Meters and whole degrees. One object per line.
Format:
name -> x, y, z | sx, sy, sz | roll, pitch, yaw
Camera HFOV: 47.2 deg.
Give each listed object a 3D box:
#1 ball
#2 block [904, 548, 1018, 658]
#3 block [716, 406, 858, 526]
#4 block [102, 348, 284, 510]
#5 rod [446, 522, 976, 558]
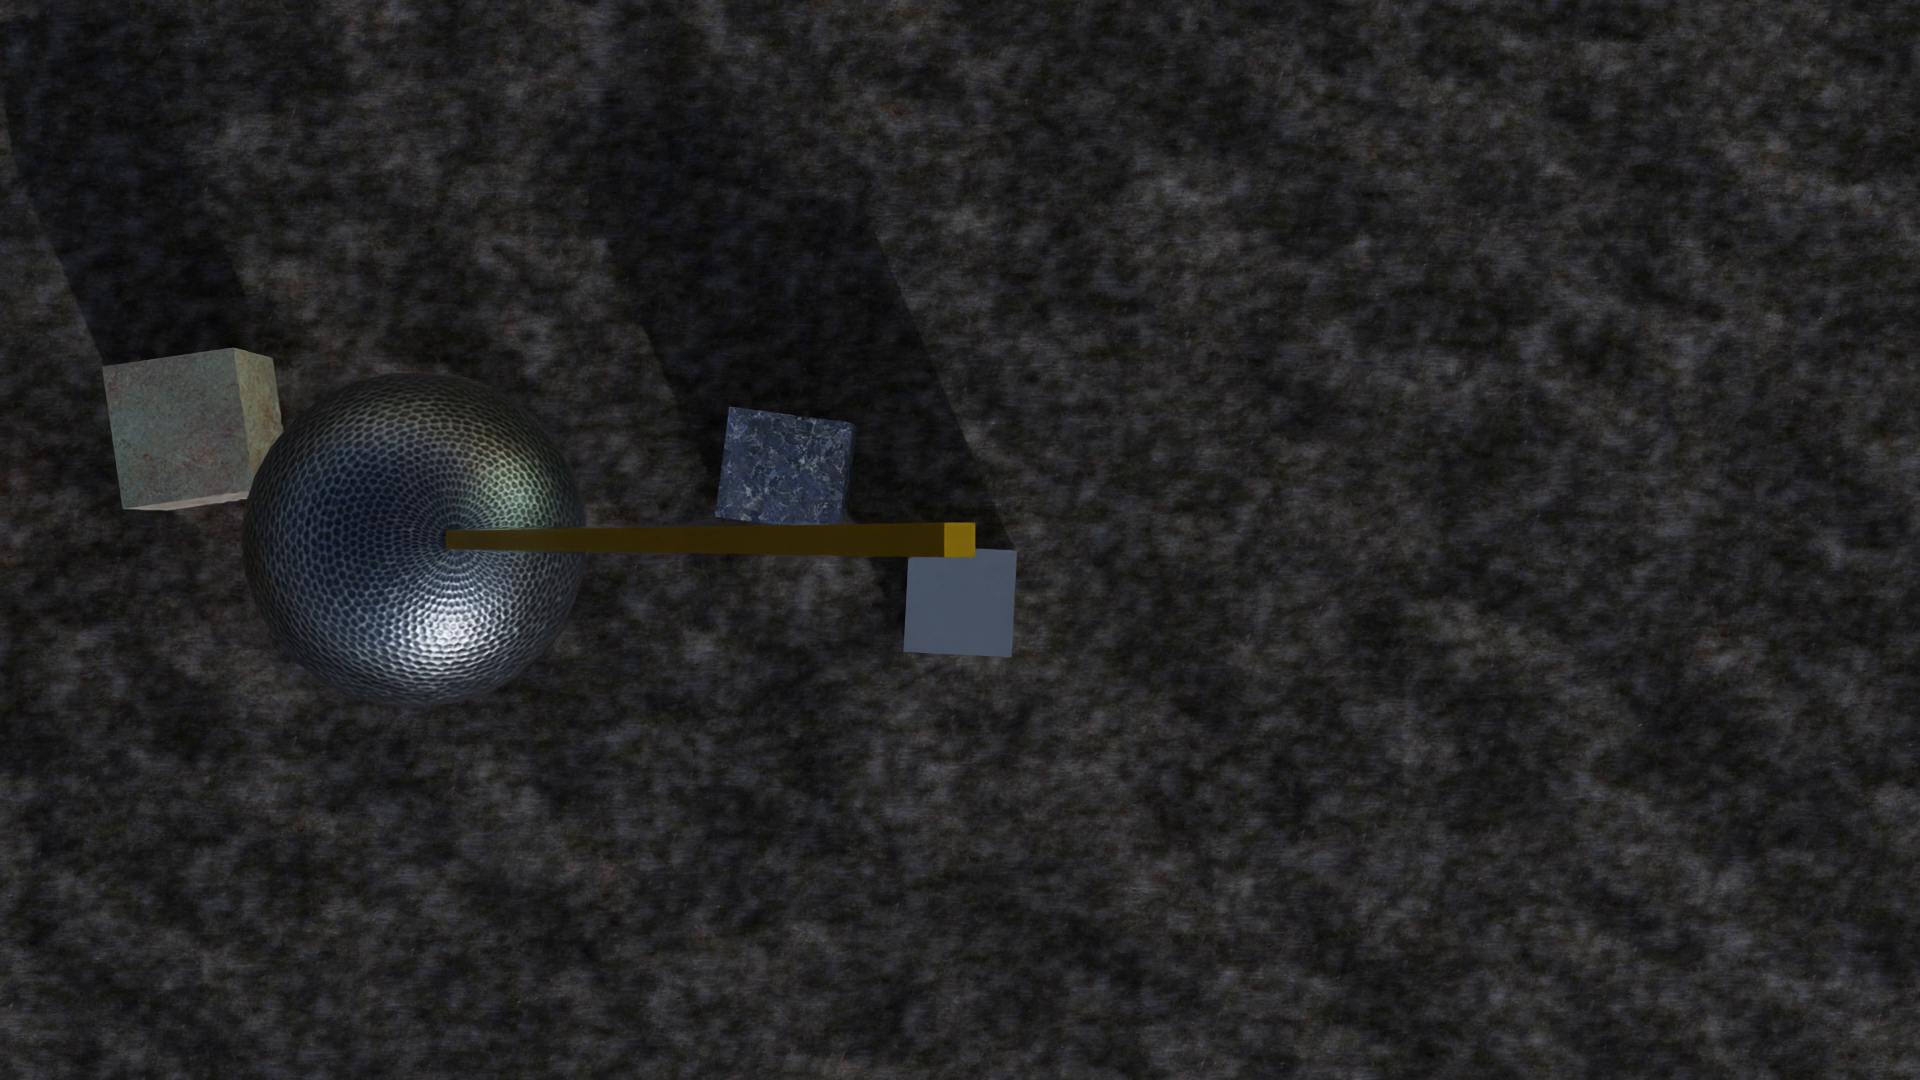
ball -> -2.587, 0.000, 10.487 | 1.600, 1.600, 1.600 | 0, 90, 0
block -> 0.001, 0.342, 12.654 | 0.606, 0.692, 0.598 | 3, 90, 0
block -> -0.992, -0.395, 12.685 | 0.698, 0.631, 0.625 | 8, 90, 0
block -> -4.373, -0.625, 12.648 | 0.743, 0.704, 0.805 | -8, 90, 0
rod -> -1.121, 0.000, 7.419 | 0.080, 5.200, 0.080 | 0, 90, -26
